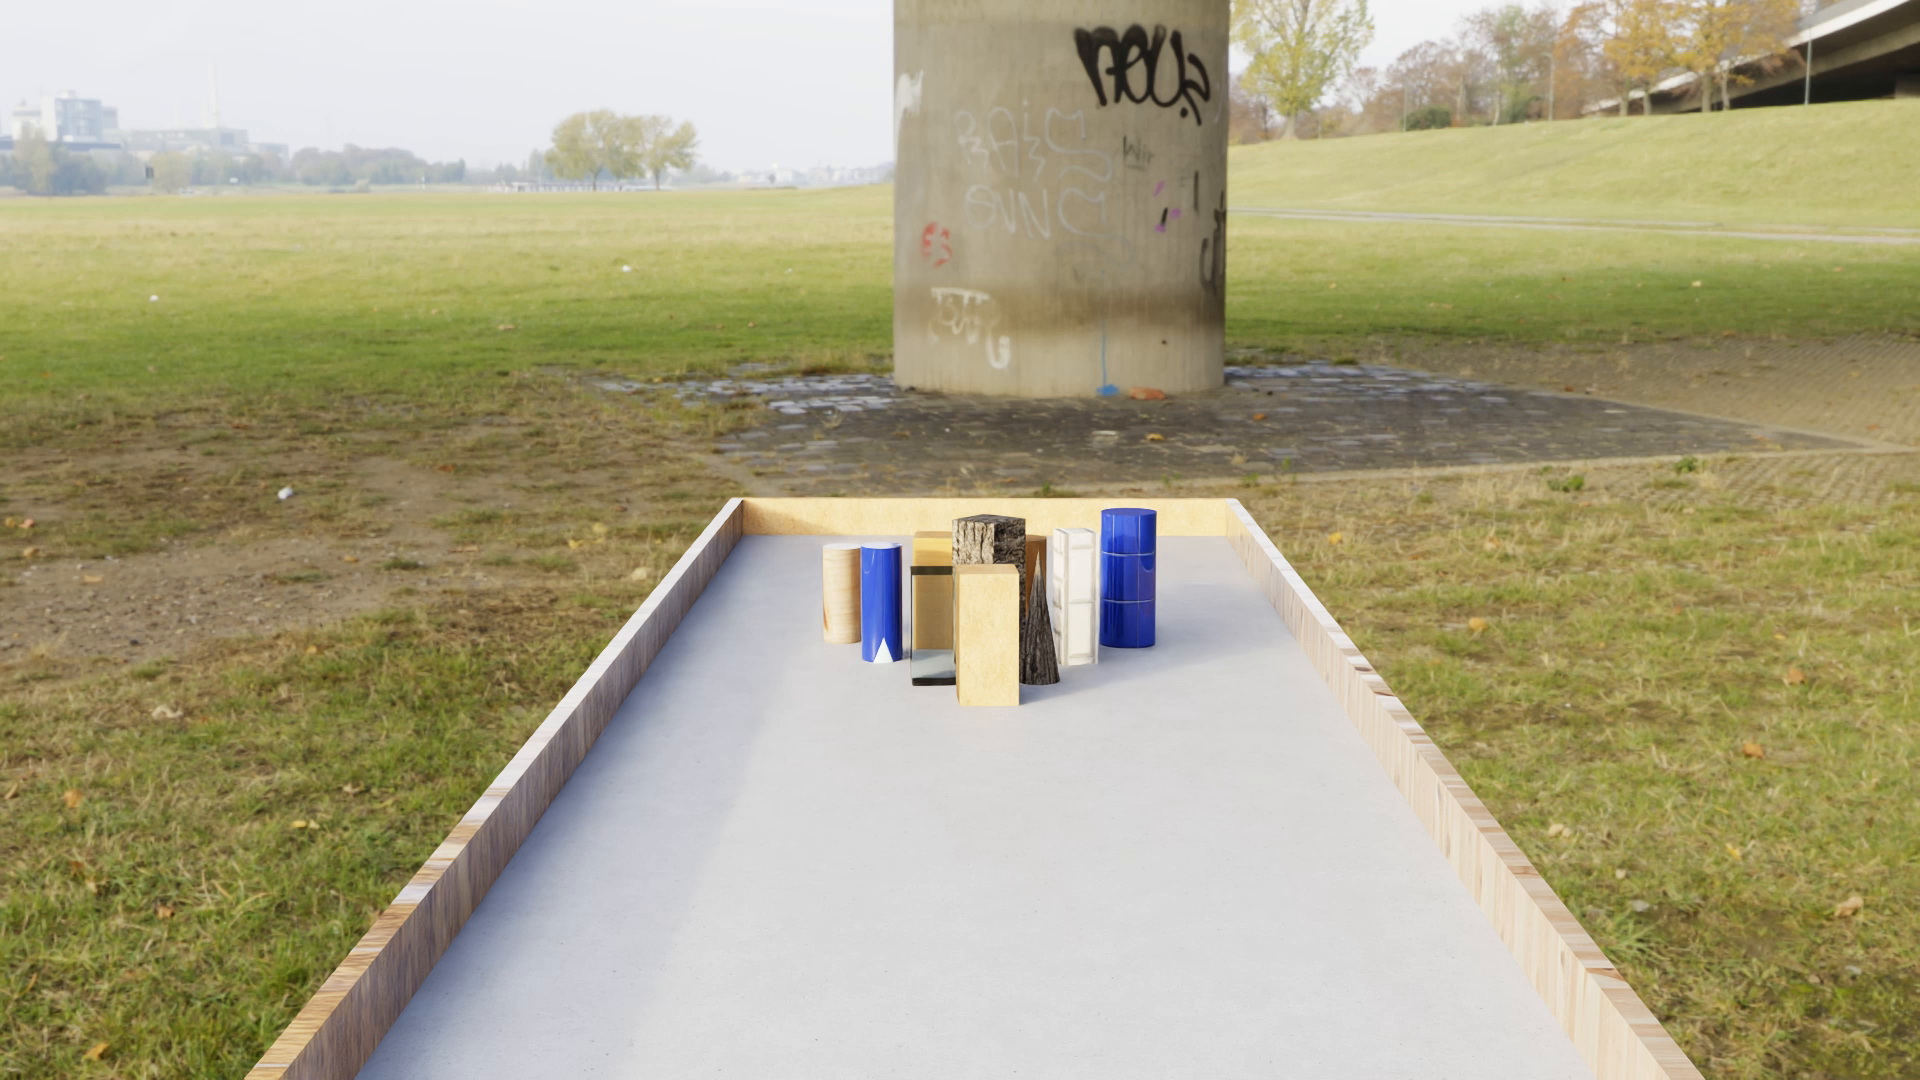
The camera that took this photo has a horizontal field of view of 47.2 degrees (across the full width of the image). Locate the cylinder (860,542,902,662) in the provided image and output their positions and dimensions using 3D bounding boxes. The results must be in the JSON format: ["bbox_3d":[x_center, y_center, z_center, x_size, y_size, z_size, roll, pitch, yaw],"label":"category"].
[{"bbox_3d":[-0.238,0.189,6.698,0.126,0.350,0.126,0,9,0],"label":"cylinder"}]

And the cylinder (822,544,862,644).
[{"bbox_3d":[-0.373,0.170,6.973,0.123,0.302,0.123,0,9,0],"label":"cylinder"}]

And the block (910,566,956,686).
[{"bbox_3d":[-0.064,0.248,6.405,0.157,0.325,0.157,-1,9,-4],"label":"block"}]

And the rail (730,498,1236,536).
[{"bbox_3d":[0.099,-0.098,9.147,2.100,0.150,0.050,0,9,1],"label":"rail"}]

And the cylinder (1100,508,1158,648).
[{"bbox_3d":[0.529,0.118,6.920,0.177,0.420,0.177,0,9,0],"label":"cylinder"}]

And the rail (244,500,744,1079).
[{"bbox_3d":[-1.004,0.839,3.234,0.050,0.150,12.000,0,9,1],"label":"rail"}]

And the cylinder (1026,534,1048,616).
[{"bbox_3d":[0.201,0.157,6.957,0.147,0.332,0.147,0,9,0],"label":"cylinder"}]

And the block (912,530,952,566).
[{"bbox_3d":[-0.068,0.153,6.951,0.150,0.343,0.150,0,9,3],"label":"block"}]

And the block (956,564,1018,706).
[{"bbox_3d":[0.076,0.265,6.154,0.163,0.371,0.163,-1,9,-3],"label":"block"}]

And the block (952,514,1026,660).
[{"bbox_3d":[0.088,0.150,6.684,0.159,0.432,0.159,7,11,38],"label":"block"}]

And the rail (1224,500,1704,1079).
[{"bbox_3d":[1.046,0.843,3.208,0.050,0.150,12.000,0,9,1],"label":"rail"}]

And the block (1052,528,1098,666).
[{"bbox_3d":[0.350,0.170,6.658,0.111,0.400,0.111,-2,9,-13],"label":"block"}]

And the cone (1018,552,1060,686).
[{"bbox_3d":[0.227,0.218,6.394,0.129,0.388,0.129,0,9,0],"label":"cone"}]
